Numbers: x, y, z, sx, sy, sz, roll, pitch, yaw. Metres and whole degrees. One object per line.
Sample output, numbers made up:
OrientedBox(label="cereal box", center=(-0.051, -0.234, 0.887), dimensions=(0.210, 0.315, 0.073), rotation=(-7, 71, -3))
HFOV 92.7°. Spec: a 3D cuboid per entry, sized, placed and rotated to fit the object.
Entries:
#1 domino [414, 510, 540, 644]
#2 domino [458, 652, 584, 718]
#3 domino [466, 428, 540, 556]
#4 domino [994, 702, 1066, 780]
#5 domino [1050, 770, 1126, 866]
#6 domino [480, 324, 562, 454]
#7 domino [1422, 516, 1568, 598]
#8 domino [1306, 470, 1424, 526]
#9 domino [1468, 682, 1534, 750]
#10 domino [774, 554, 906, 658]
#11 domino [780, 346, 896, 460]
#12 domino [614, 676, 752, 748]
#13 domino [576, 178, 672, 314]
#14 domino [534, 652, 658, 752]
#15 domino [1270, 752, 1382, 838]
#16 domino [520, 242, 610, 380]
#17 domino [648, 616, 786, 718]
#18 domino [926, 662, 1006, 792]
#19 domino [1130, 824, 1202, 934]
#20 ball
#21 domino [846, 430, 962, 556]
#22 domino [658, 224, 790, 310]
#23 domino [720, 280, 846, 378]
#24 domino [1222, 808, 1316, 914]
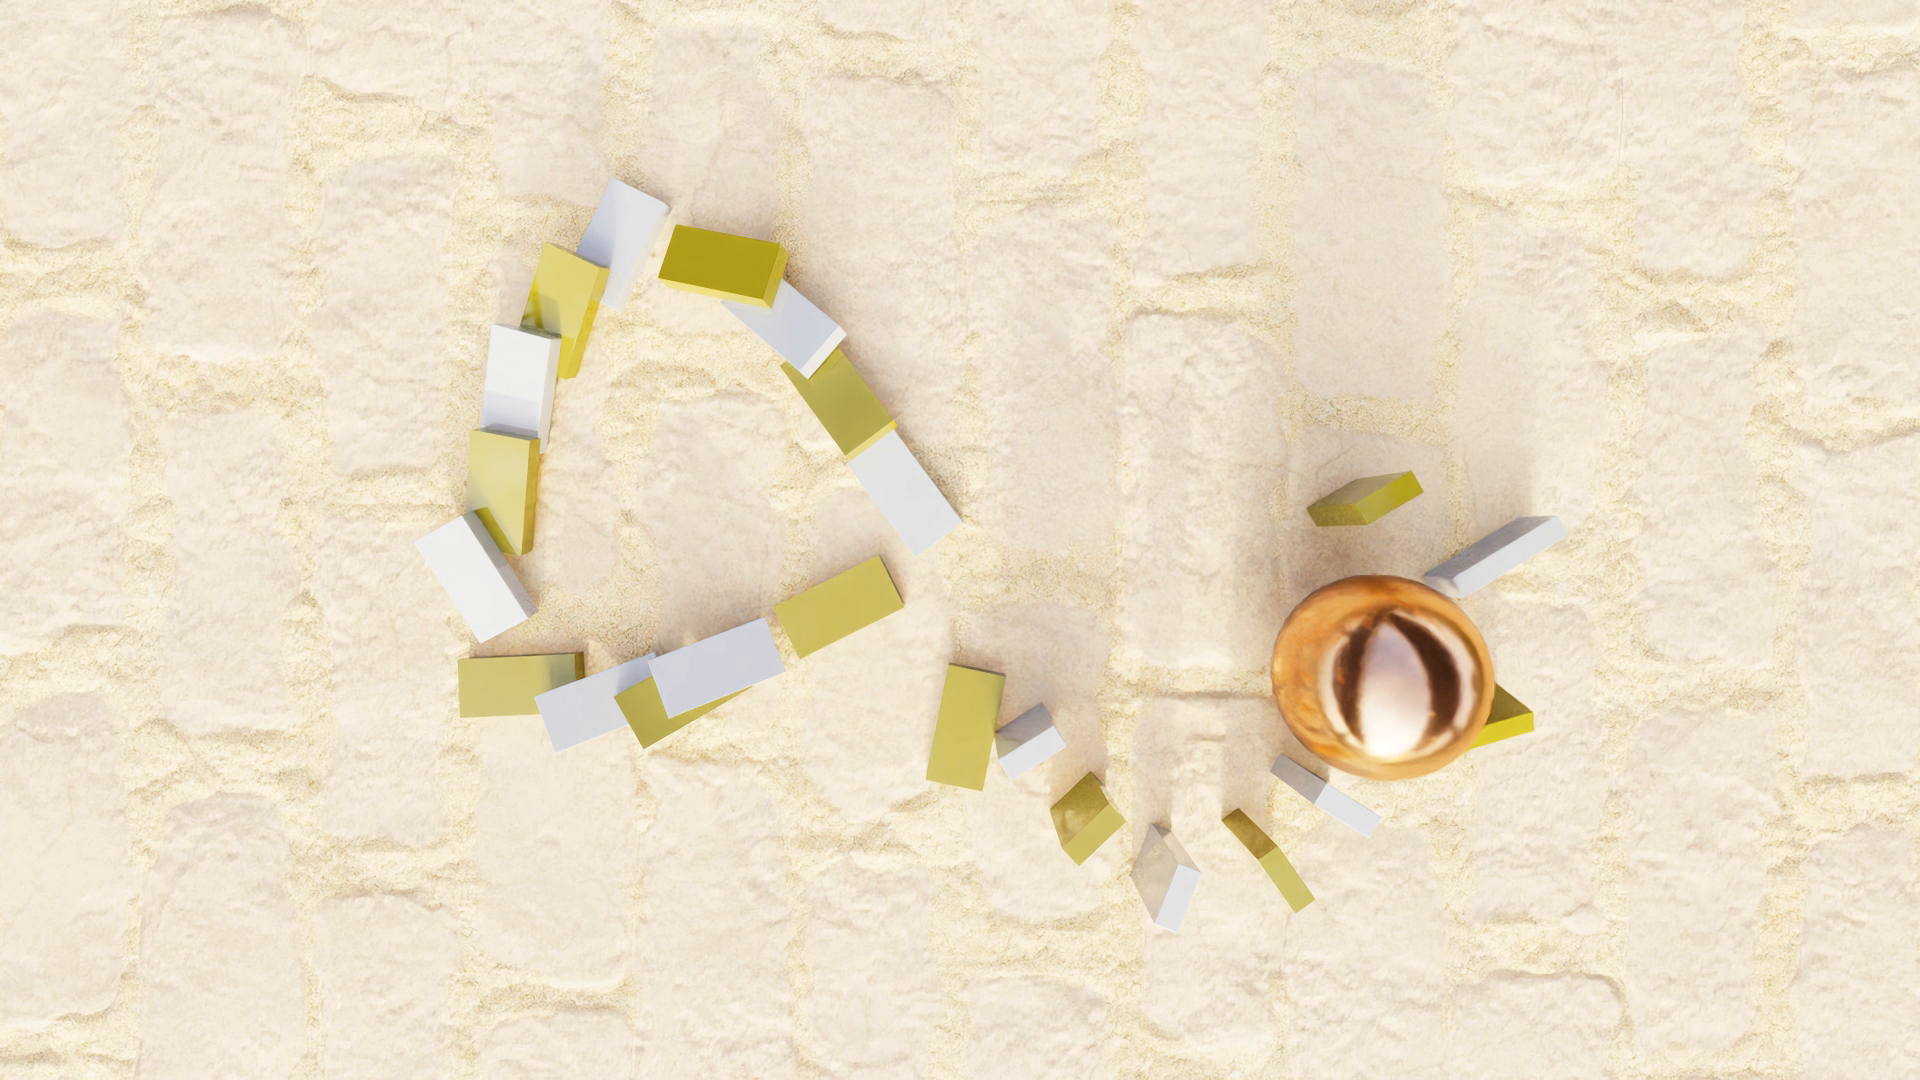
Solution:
OrientedBox(label="domino", center=(-0.205, 0.016, 0.389), dimensions=(0.025, 0.010, 0.050), rotation=(-26, 101, 8))
OrientedBox(label="domino", center=(-0.189, 0.062, 0.395), dimensions=(0.050, 0.010, 0.025), rotation=(-3, 90, 0))
OrientedBox(label="domino", center=(-0.195, -0.020, 0.390), dimensions=(0.025, 0.009, 0.050), rotation=(11, 103, 0))
OrientedBox(label="domino", center=(0.028, 0.081, 0.375), dimensions=(0.025, 0.050, 0.009), rotation=(-32, 90, 0))
OrientedBox(label="domino", center=(0.051, 0.113, 0.375), dimensions=(0.025, 0.050, 0.010), rotation=(-43, 90, 0))
OrientedBox(label="domino", center=(-0.187, -0.064, 0.389), dimensions=(0.025, 0.010, 0.050), rotation=(15, 106, 0))
OrientedBox(label="domino", center=(0.225, 0.007, 0.388), dimensions=(0.050, 0.025, 0.010), rotation=(-31, 90, 0))
OrientedBox(label="domino", center=(0.164, -0.016, 0.375), dimensions=(0.025, 0.050, 0.009), rotation=(-30, 90, 0))
OrientedBox(label="domino", center=(0.210, 0.077, 0.387), dimensions=(0.050, 0.025, 0.010), rotation=(-16, 112, 0))
OrientedBox(label="domino", center=(-0.052, 0.029, 0.395), dimensions=(0.050, 0.009, 0.025), rotation=(-26, 90, 0))
OrientedBox(label="domino", center=(-0.052, -0.061, 0.391), dimensions=(0.025, 0.009, 0.050), rotation=(-37, 79, 0))
OrientedBox(label="domino", center=(-0.116, 0.064, 0.388), dimensions=(0.050, 0.009, 0.025), rotation=(-30, 90, -18))
OrientedBox(label="domino", center=(-0.148, -0.127, 0.395), dimensions=(0.025, 0.010, 0.050), rotation=(26, 90, 0))
OrientedBox(label="domino", center=(-0.150, 0.068, 0.389), dimensions=(0.050, 0.010, 0.025), rotation=(-20, 90, -16))
OrientedBox(label="domino", center=(0.148, 0.103, 0.375), dimensions=(0.025, 0.050, 0.009), rotation=(31, 90, 0))
OrientedBox(label="domino", center=(-0.169, -0.097, 0.389), dimensions=(0.025, 0.009, 0.050), rotation=(25, 106, 0))
OrientedBox(label="domino", center=(-0.101, 0.053, 0.384), dimensions=(0.050, 0.009, 0.025), rotation=(-20, 87, -18))
OrientedBox(label="domino", center=(0.002, 0.080, 0.395), dimensions=(0.025, 0.010, 0.050), rotation=(12, 90, 0))
OrientedBox(label="domino", center=(0.083, 0.137, 0.375), dimensions=(0.009, 0.050, 0.025), rotation=(22, 90, 0))
OrientedBox(label="ball", center=(0.164, 0.053, 0.360), dimensions=(0.080, 0.080, 0.080), rotation=(0, 90, 0))
OrientedBox(label="domino", center=(-0.024, -0.020, 0.395), dimensions=(0.025, 0.010, 0.050), rotation=(-37, 90, 0))
OrientedBox(label="domino", center=(-0.100, -0.116, 0.388), dimensions=(0.050, 0.010, 0.025), rotation=(15, 83, 14))
OrientedBox(label="domino", center=(-0.075, -0.094, 0.389), dimensions=(0.050, 0.009, 0.025), rotation=(41, 90, 15))
OrientedBox(label="domino", center=(0.125, 0.130, 0.375), dimensions=(0.010, 0.050, 0.025), rotation=(-35, 90, 0))
